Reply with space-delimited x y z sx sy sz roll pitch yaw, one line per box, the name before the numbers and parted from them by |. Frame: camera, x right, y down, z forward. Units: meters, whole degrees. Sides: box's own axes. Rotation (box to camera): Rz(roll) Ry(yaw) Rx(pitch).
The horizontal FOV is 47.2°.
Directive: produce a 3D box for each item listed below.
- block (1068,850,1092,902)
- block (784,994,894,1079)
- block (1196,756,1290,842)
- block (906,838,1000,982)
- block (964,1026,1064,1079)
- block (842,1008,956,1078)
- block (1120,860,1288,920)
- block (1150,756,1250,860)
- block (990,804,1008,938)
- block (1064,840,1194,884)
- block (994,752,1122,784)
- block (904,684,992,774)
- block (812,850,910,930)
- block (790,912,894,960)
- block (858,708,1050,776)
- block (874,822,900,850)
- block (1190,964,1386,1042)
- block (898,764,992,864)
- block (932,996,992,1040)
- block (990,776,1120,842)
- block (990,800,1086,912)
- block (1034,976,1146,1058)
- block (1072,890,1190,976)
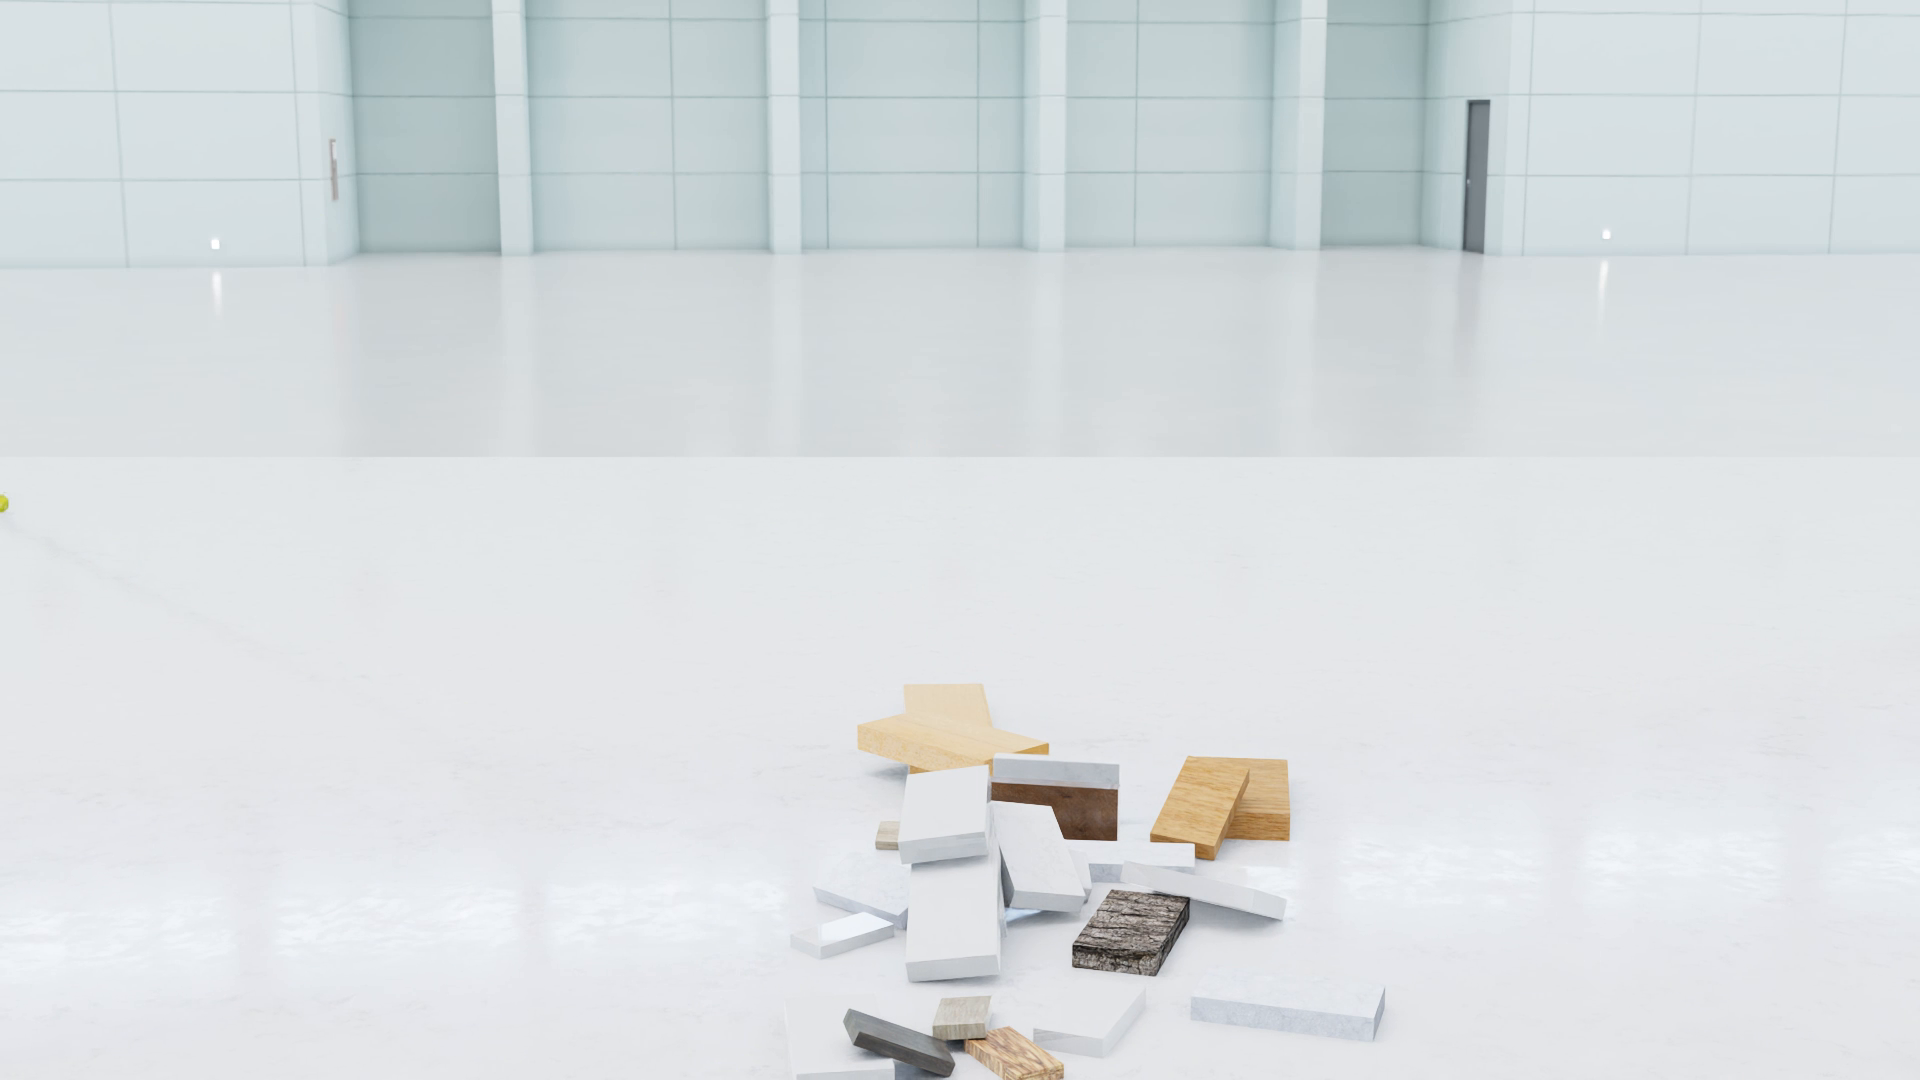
block | 0.114 0.541 3.648 0.203 0.029 0.101 12 27 -9
block | -0.168 0.692 3.018 0.130 0.037 0.259 -1 11 -8
block | 0.526 0.481 4.118 0.176 0.050 0.353 1 11 7
block | -0.008 0.568 3.389 0.137 0.039 0.275 -6 30 5
block | 0.072 0.704 2.996 0.073 0.021 0.146 -6 12 -28
block | -0.082 0.678 2.966 0.146 0.021 0.073 23 7 -18
block | 0.395 0.568 3.569 0.241 0.034 0.121 7 -11 35
block | 0.431 0.477 3.935 0.117 0.033 0.233 10 34 20
block | -0.004 0.535 3.522 0.137 0.039 0.274 -8 33 2
block | 0.276 0.553 3.775 0.251 0.034 0.121 1 11 6
block | 0.179 0.459 4.055 0.233 0.117 0.033 2 11 10
block | -0.023 0.399 4.561 0.176 0.050 0.619 0 11 -3
block | -0.135 0.571 3.594 0.203 0.029 0.101 10 37 43
block | -0.184 0.620 3.448 0.149 0.021 0.075 -9 14 -41
block | -0.016 0.401 4.277 0.176 0.050 0.353 -10 15 -44
block | -0.085 0.526 3.910 0.122 0.017 0.061 1 28 8
block | 0.473 0.665 3.164 0.259 0.037 0.130 3 11 18
block | -0.022 0.442 3.564 0.137 0.039 0.275 -8 16 4
block | 0.004 0.673 3.099 0.073 0.021 0.146 -4 3 5
block | 0.166 0.487 3.903 0.233 0.117 0.033 2 11 11
block | 0.117 0.519 3.622 0.121 0.034 0.241 8 28 -17
block | 0.186 0.677 3.124 0.101 0.029 0.202 4 11 21
block | 0.270 0.613 3.445 0.130 0.037 0.259 3 11 17
